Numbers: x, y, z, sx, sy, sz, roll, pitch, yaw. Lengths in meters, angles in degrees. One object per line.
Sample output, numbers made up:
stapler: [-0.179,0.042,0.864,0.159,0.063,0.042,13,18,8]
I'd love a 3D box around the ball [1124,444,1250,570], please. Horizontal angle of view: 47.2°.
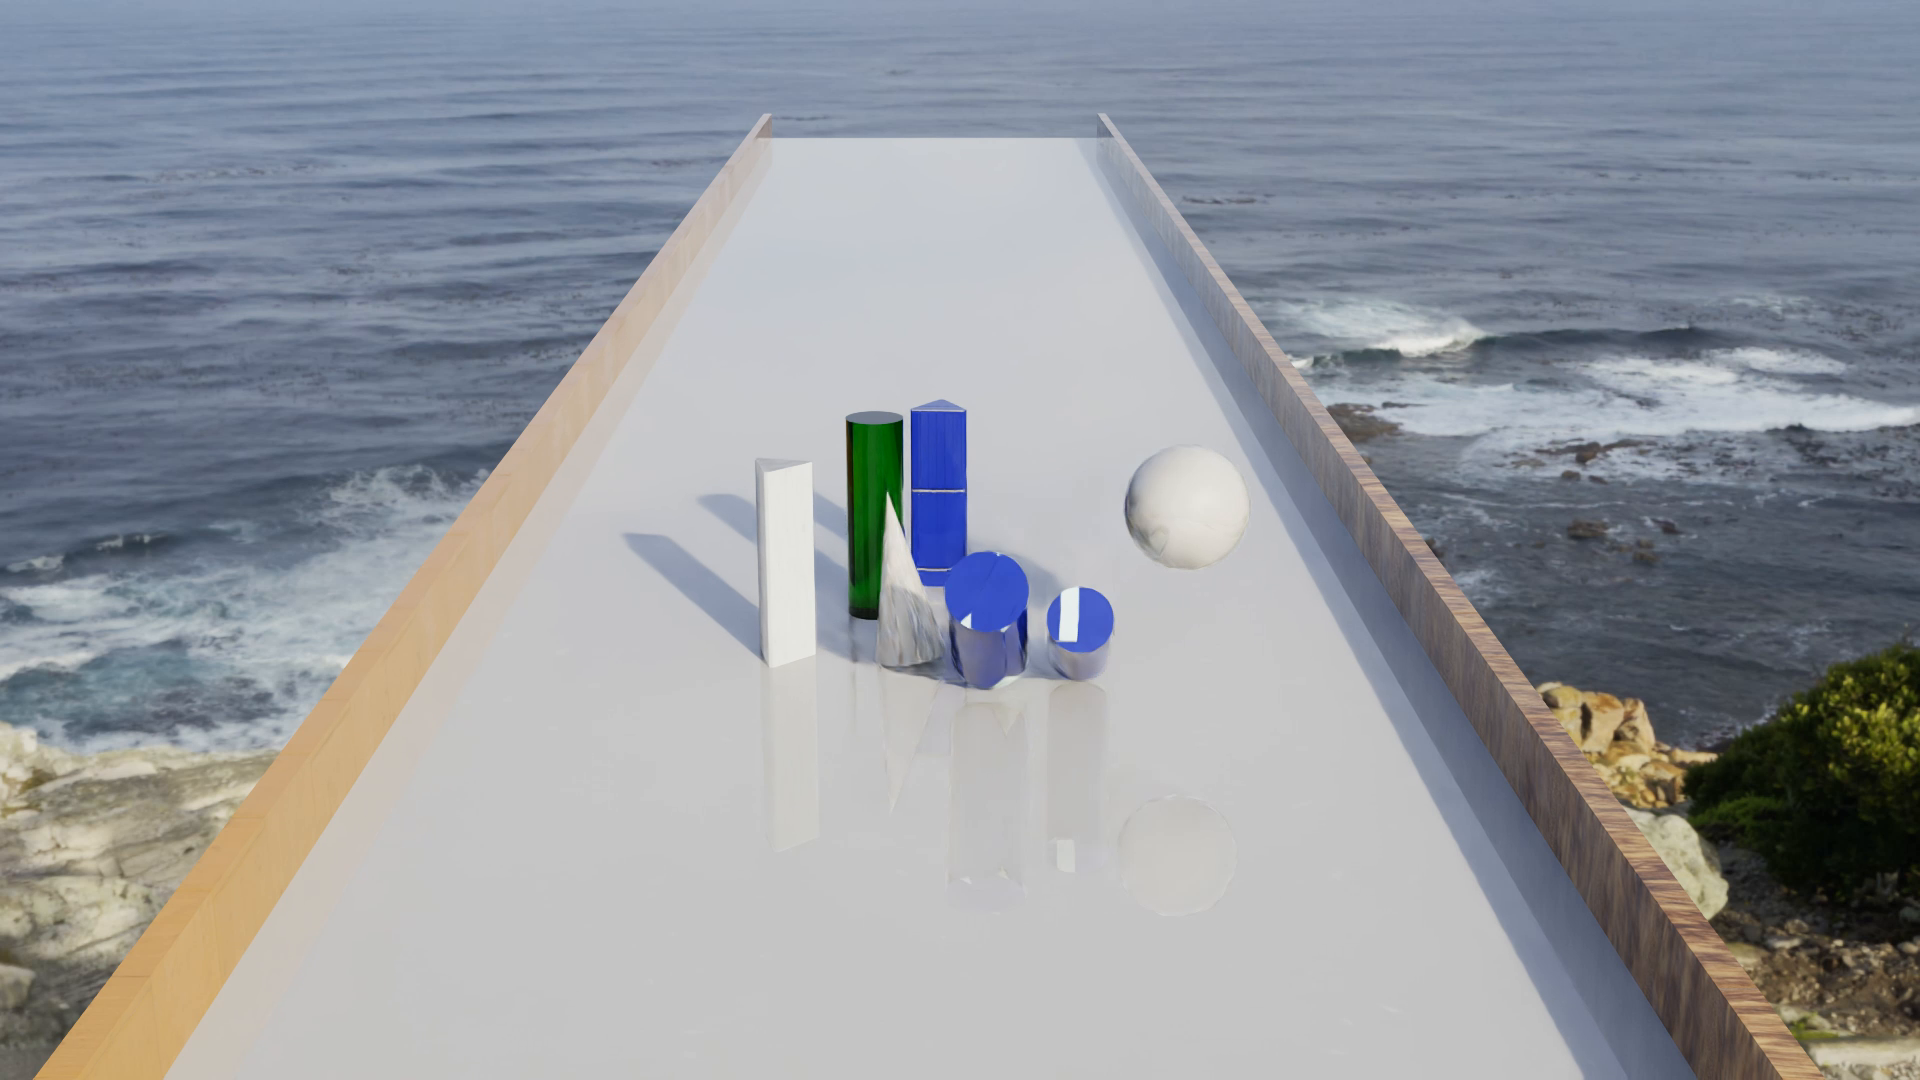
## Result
ball: [0.430,-0.062,4.172,0.241,0.241,0.241,0,17,0]

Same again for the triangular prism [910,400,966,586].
triangular prism: [-0.044,-0.104,4.873,0.120,0.402,0.104,1,17,4]

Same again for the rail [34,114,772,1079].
rail: [-1.118,-0.838,7.780,0.050,0.150,12.000,0,17,-1]

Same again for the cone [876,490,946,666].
cone: [-0.121,0.065,4.377,0.144,0.343,0.144,-7,15,2]

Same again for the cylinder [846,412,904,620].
cylinder: [-0.179,-0.052,4.653,0.121,0.426,0.121,0,17,0]

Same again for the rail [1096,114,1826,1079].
rail: [0.932,-0.844,7.801,0.050,0.150,12.000,0,17,-1]

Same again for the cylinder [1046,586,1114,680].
cylinder: [0.225,0.180,4.128,0.121,0.121,0.374,1,-11,3]

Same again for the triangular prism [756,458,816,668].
triangular prism: [-0.370,0.039,4.391,0.118,0.401,0.102,-16,23,-42]

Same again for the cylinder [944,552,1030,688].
cylinder: [0.053,0.153,4.067,0.150,0.150,0.377,1,-19,2]
